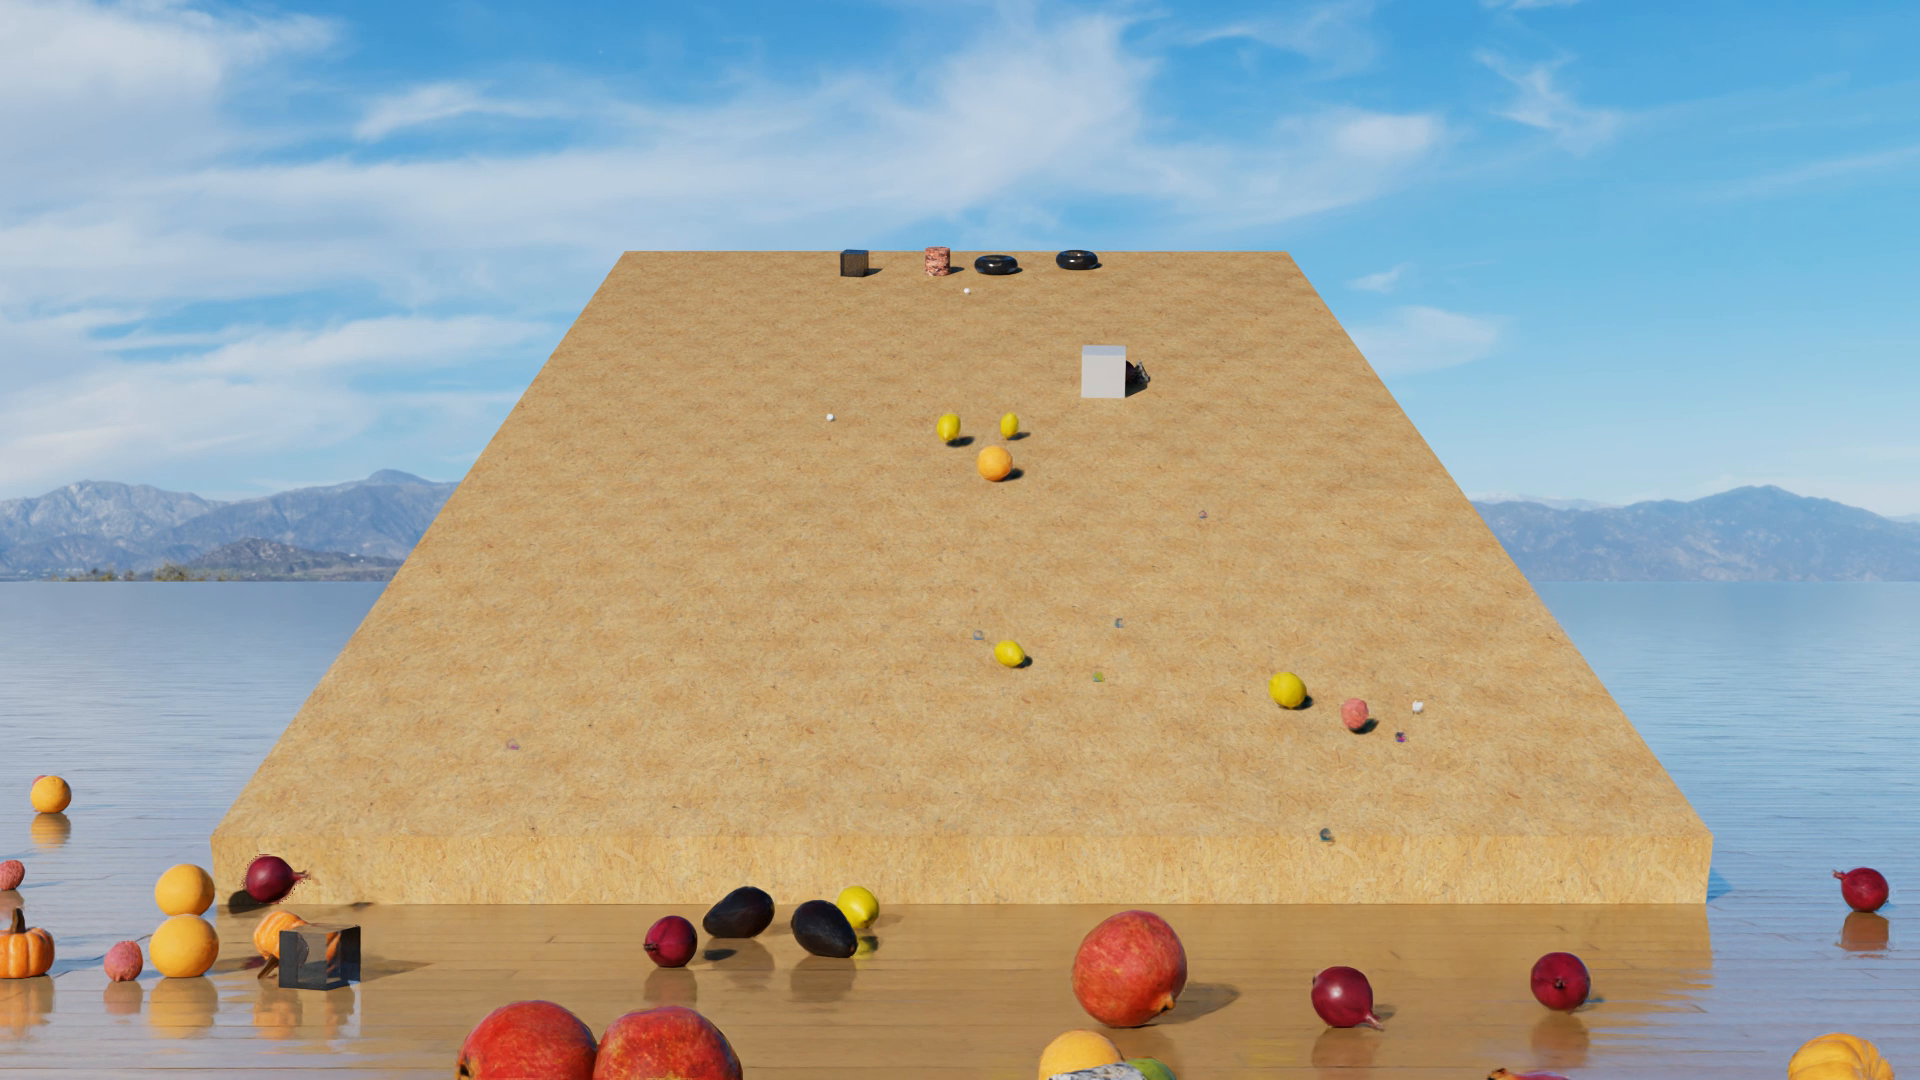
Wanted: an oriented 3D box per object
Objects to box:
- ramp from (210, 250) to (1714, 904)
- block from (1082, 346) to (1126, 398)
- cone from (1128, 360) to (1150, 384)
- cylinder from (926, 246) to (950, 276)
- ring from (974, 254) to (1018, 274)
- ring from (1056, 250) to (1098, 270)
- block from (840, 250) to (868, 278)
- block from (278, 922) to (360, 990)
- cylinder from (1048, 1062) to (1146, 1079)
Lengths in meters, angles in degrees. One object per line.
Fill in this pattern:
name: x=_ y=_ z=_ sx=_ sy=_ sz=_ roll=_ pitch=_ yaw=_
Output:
ramp: x=-0.004 y=-0.192 z=4.897 sx=2.000 sy=0.100 sz=4.000 roll=0 pitch=18 yaw=0
block: x=0.331 y=-0.388 z=5.171 sx=0.099 sy=0.099 sz=0.099 roll=1 pitch=19 yaw=4
cone: x=0.422 y=-0.401 z=5.280 sx=0.054 sy=0.054 sz=0.054 roll=0 pitch=18 yaw=0
cylinder: x=-0.064 y=-0.801 z=6.447 sx=0.072 sy=0.072 sz=0.072 roll=0 pitch=18 yaw=0
ring: x=0.104 y=-0.795 z=6.478 sx=0.127 sy=0.042 sz=0.127 roll=0 pitch=17 yaw=0
ring: x=0.341 y=-0.817 z=6.547 sx=0.125 sy=0.042 sz=0.125 roll=0 pitch=20 yaw=0
block: x=-0.302 y=-0.793 z=6.433 sx=0.066 sy=0.066 sz=0.066 roll=4 pitch=19 yaw=12
block: x=-0.692 y=0.450 z=2.426 sx=0.061 sy=0.061 sz=0.061 roll=0 pitch=-1 yaw=20
cylinder: x=0.104 y=0.437 z=1.716 sx=0.065 sy=0.065 sz=0.065 roll=1 pitch=-1 yaw=-40
